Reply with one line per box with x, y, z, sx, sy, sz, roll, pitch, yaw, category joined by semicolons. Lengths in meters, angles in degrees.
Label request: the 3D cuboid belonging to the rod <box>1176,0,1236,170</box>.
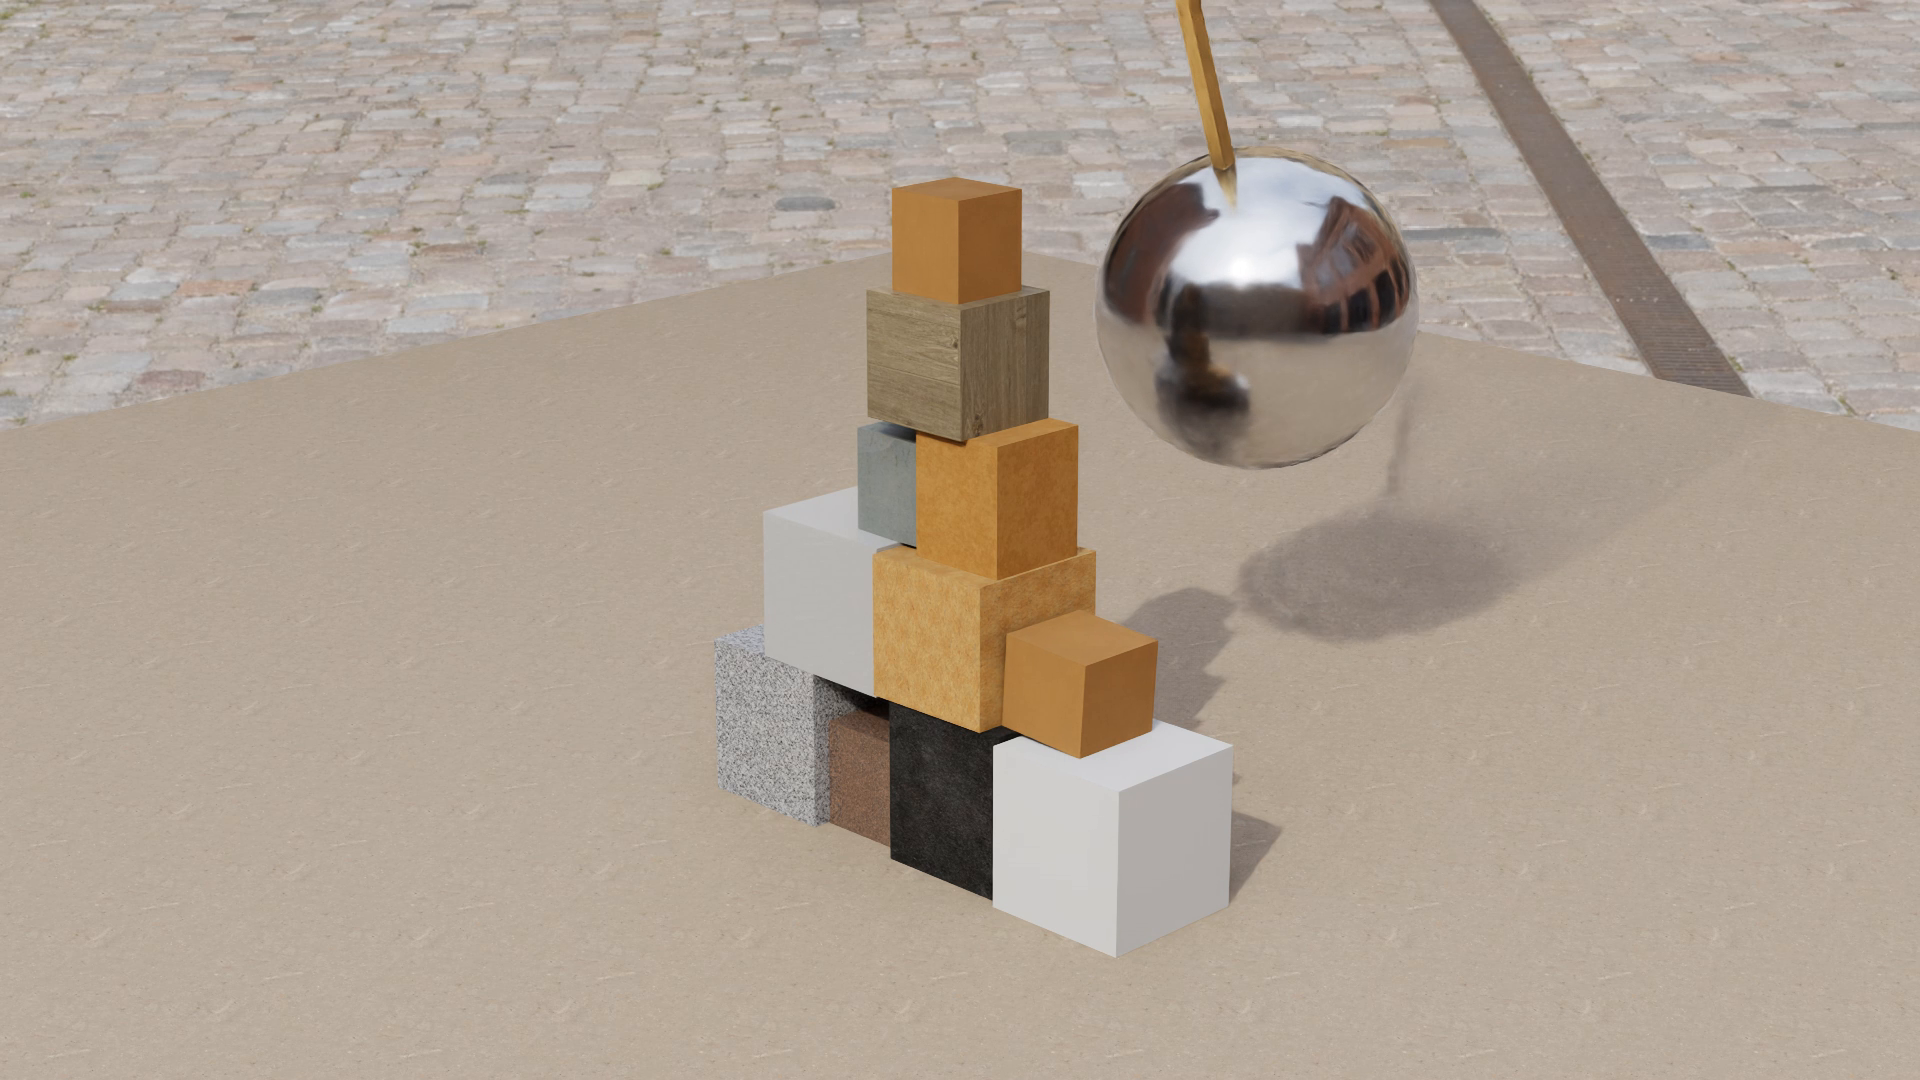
0.636;-3.941;12.770;0.080;5.200;0.080;17;44;42;rod

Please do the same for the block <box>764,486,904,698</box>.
-0.402;0.220;13.853;0.713;0.721;0.772;-17;25;-42;block

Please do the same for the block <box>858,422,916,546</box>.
-0.169;-0.280;13.444;0.430;0.483;0.421;17;24;42;block

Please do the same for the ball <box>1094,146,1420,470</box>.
1.467;-1.146;14.519;1.600;1.600;1.600;0;17;0;ball

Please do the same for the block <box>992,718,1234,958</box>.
0.675;1.273;13.008;0.752;0.772;0.741;-17;24;-42;block

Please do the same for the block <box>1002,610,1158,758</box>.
0.530;0.633;12.980;0.473;0.438;0.473;-17;28;-42;block

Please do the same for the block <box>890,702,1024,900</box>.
0.174;1.102;13.513;0.706;0.795;0.702;-17;24;-42;block

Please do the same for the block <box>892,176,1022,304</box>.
-0.014;-1.322;12.911;0.394;0.454;0.413;-17;24;-42;block

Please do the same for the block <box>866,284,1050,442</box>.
-0.009;-0.829;13.071;0.559;0.583;0.590;-17;24;-42;block

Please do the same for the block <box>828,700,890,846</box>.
-0.253;1.100;13.972;0.544;0.523;0.501;-17;24;-42;block

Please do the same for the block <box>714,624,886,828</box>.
-0.686;0.848;14.351;0.723;0.777;0.711;-17;24;-42;block

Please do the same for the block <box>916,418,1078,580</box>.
0.166;-0.220;13.120;0.518;0.609;0.505;-17;24;-42;block

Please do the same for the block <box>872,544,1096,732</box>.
0.111;0.380;13.355;0.749;0.676;0.682;-17;24;-42;block
